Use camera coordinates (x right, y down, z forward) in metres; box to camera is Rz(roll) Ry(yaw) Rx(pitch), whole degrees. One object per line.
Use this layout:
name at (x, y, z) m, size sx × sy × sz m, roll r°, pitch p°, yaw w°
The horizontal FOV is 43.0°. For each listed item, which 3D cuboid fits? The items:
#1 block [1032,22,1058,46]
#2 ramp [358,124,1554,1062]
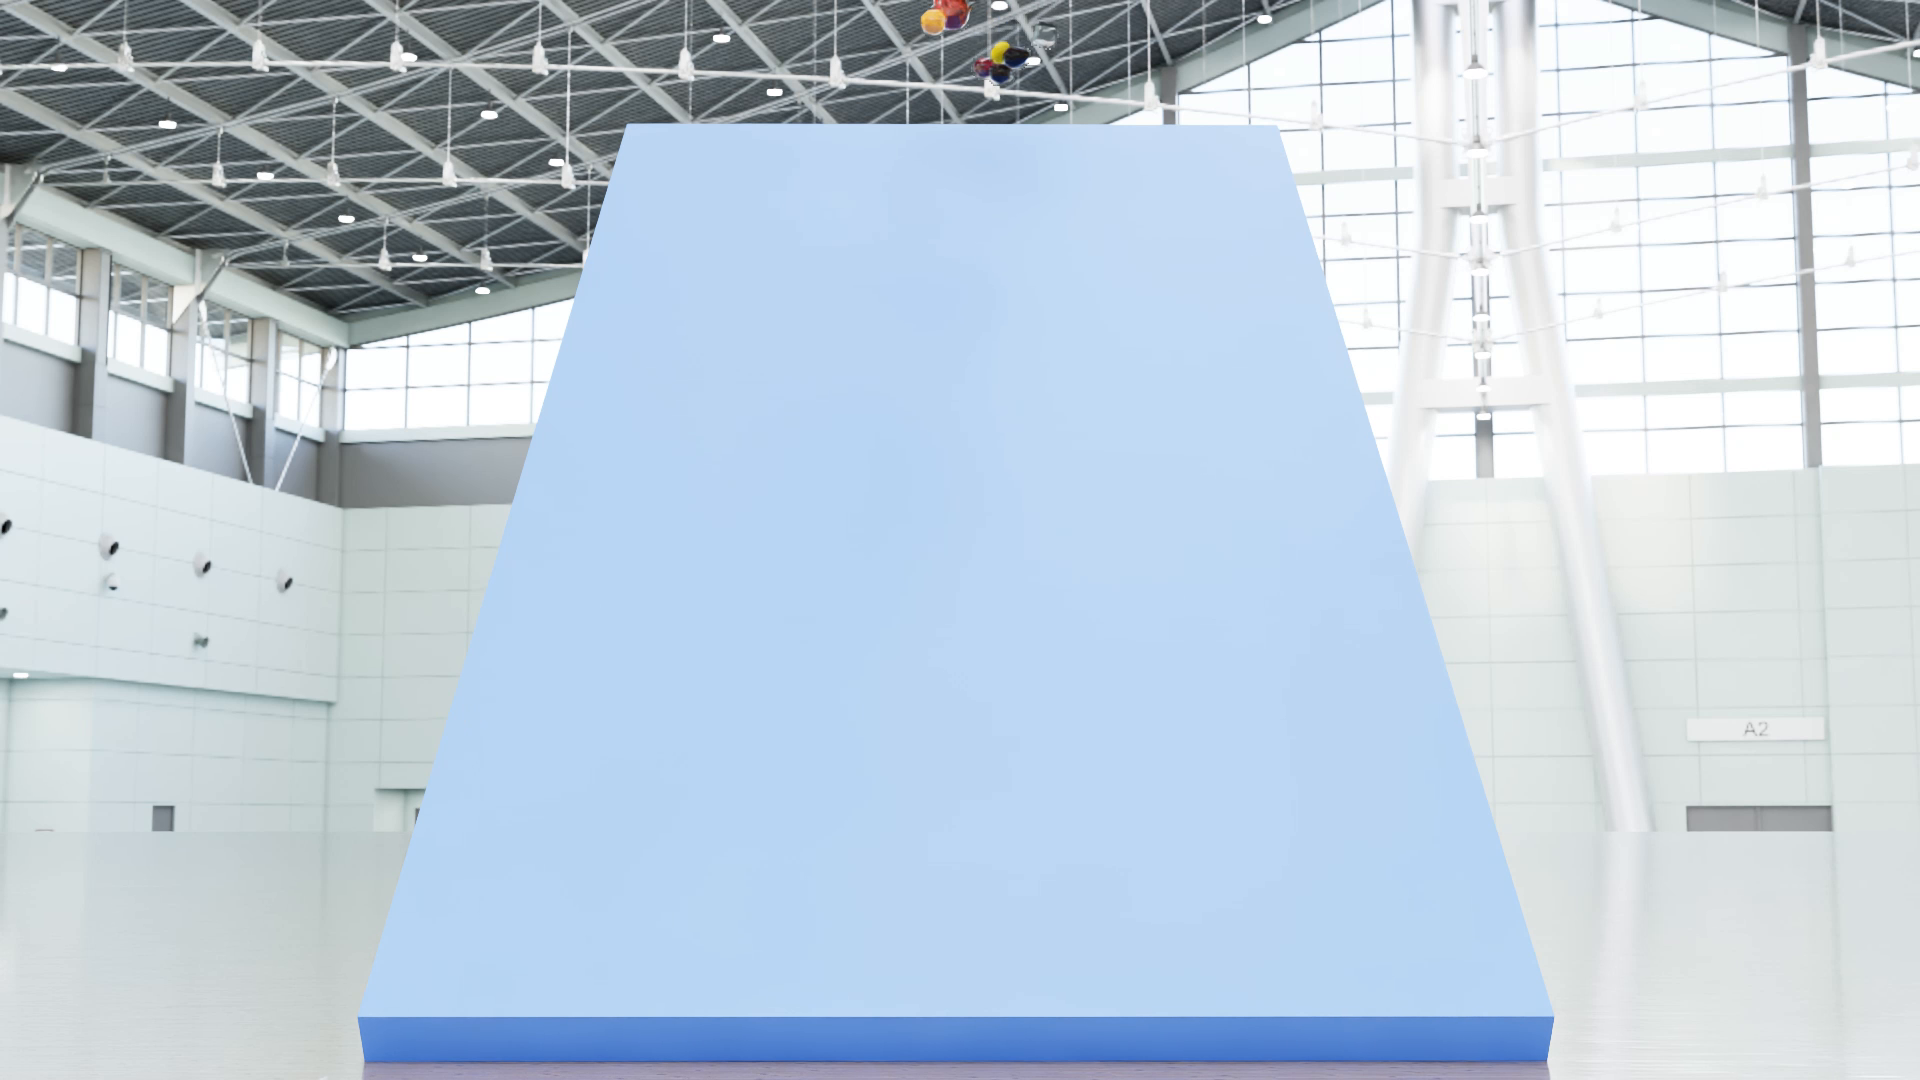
block at (0.258, -1.530, 7.362) m, size 0.053 × 0.053 × 0.053 m, roll 12°, pitch -5°, yaw -19°
ramp at (-0.014, -0.198, 5.801) m, size 2.000 × 0.100 × 4.000 m, roll 0°, pitch 31°, yaw 0°
